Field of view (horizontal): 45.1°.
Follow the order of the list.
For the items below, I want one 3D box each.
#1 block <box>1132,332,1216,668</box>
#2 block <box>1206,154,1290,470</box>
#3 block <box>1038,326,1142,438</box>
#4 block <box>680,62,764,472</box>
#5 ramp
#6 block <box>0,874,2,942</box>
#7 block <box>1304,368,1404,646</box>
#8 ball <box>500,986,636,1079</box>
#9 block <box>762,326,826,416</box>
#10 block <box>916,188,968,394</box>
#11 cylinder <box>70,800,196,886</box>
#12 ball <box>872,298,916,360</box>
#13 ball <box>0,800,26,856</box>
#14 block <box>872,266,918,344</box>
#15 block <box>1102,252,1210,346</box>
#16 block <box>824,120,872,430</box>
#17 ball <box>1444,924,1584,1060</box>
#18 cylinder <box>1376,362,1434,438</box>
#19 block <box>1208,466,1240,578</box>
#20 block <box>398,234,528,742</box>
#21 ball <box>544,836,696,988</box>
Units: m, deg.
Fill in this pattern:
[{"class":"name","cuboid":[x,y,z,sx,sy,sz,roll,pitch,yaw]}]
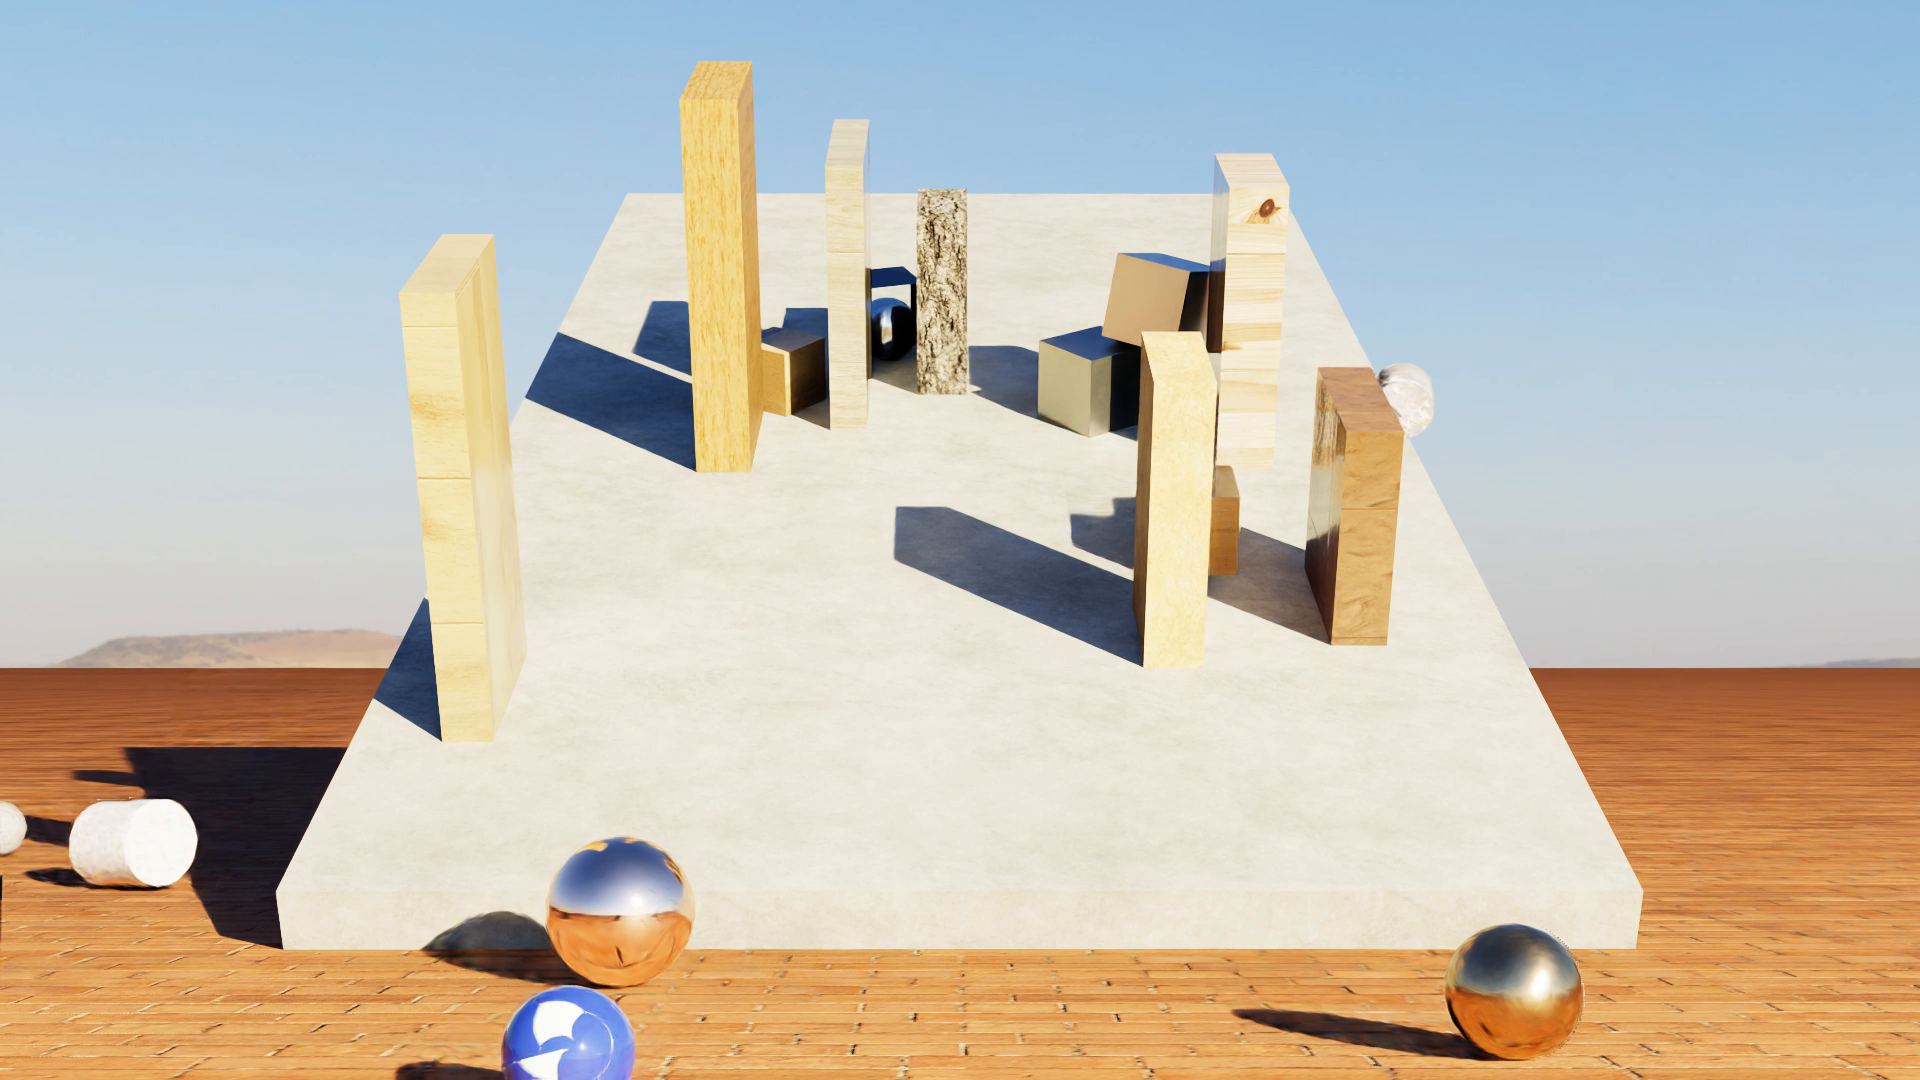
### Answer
[{"class":"block","cuboid":[0.375,-0.073,4.084,0.105,0.529,0.274,0,23,0]},{"class":"block","cuboid":[0.608,-0.490,4.954,0.122,0.615,0.288,0,23,0]},{"class":"block","cuboid":[0.303,-0.357,5.195,0.180,0.180,0.180,-17,28,-34]},{"class":"block","cuboid":[-0.503,-0.585,4.938,0.115,0.797,0.378,0,23,0]},{"class":"ramp","cuboid":[-0.007,-0.226,5.242,2.000,0.100,4.000,0,23,0]},{"class":"block","cuboid":[-1.283,0.497,2.844,0.156,0.156,0.156,0,-3,-7]},{"class":"block","cuboid":[0.715,-0.066,4.223,0.100,0.409,0.344,0,23,0]},{"class":"ball","cuboid":[-0.363,0.477,2.148,0.124,0.124,0.124,0,-3,0]},{"class":"block","cuboid":[-0.413,-0.387,5.301,0.149,0.149,0.149,15,27,31]},{"class":"block","cuboid":[-0.042,-0.586,5.436,0.115,0.409,0.306,0,23,0]},{"class":"cylinder","cuboid":[-1.544,0.566,4.320,0.160,0.160,0.160,-6,-6,33]},{"class":"ball","cuboid":[-0.176,-0.511,5.587,0.152,0.152,0.152,0,-3,0]},{"class":"ball","cuboid":[-2.100,0.630,5.043,0.123,0.123,0.123,0,-3,0]},{"class":"block","cuboid":[-0.189,-0.575,5.733,0.156,0.156,0.156,-8,24,-19]},{"class":"block","cuboid":[0.458,-0.527,5.144,0.186,0.186,0.186,19,17,31]},{"class":"block","cuboid":[-0.248,-0.606,5.237,0.081,0.602,0.432,0,23,0]},{"class":"ball","cuboid":[0.593,0.484,2.479,0.145,0.145,0.145,0,-3,0]},{"class":"cylinder","cuboid":[0.986,-0.312,5.152,0.132,0.132,0.132,-1,23,10]},{"class":"block","cuboid":[0.446,-0.038,4.465,0.165,0.165,0.165,0,23,1]},{"class":"block","cuboid":[-0.809,-0.085,3.803,0.084,0.768,0.328,0,23,0]},{"class":"ball","cuboid":[-0.446,0.487,3.037,0.197,0.197,0.197,0,-3,0]}]
